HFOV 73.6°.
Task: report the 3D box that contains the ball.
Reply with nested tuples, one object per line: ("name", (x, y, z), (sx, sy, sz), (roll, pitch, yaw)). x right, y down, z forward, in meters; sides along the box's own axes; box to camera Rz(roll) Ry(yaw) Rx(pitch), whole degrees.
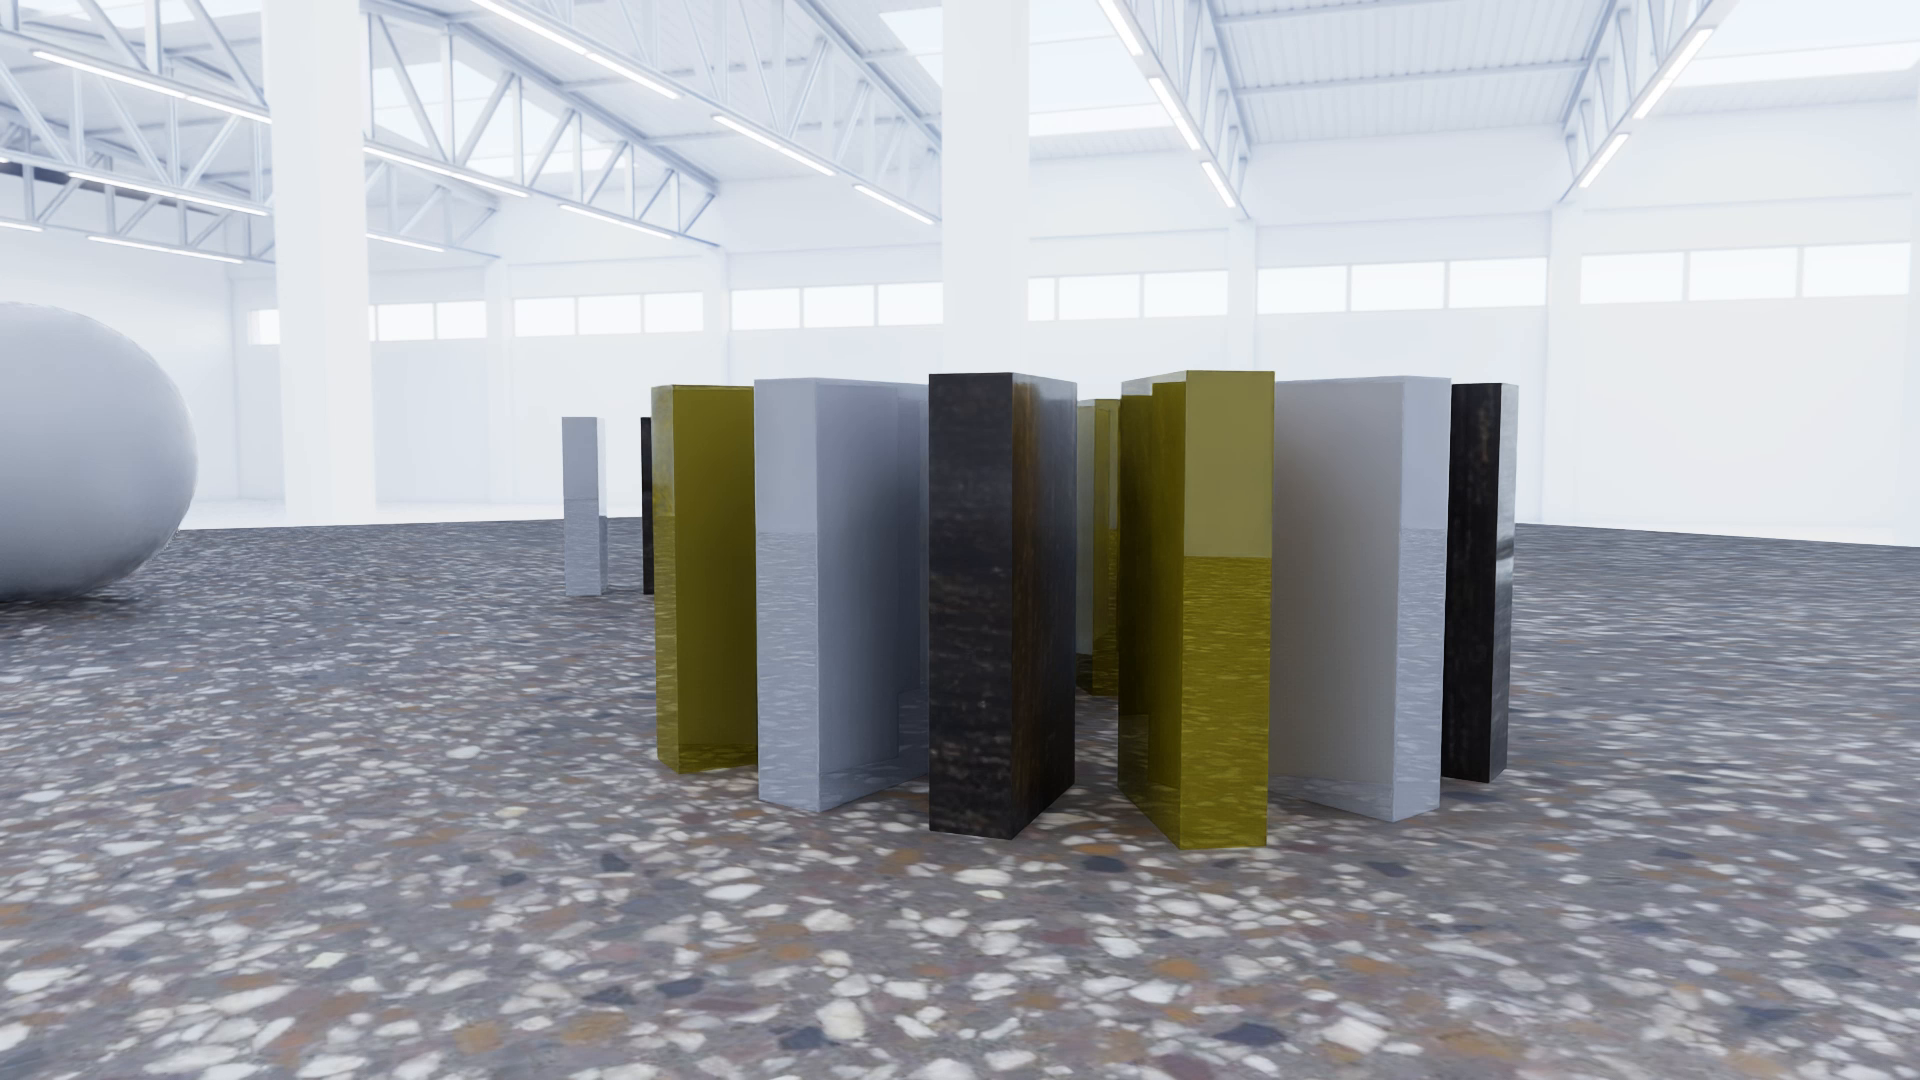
("ball", (-0.250, -0.023, 0.343), (0.080, 0.080, 0.080), (0, 4, 0))

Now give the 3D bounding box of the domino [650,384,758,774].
("domino", (-0.028, 0.005, 0.174), (0.025, 0.050, 0.010), (-2, 5, -30))

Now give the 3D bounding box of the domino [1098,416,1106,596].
("domino", (0.027, -0.009, 0.359), (0.025, 0.050, 0.009), (-1, 4, -11))

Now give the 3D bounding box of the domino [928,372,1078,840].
("domino", (0.006, 0.006, 0.149), (0.009, 0.050, 0.025), (2, 5, 21))

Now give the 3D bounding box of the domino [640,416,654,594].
("domino", (-0.087, -0.010, 0.374), (0.010, 0.050, 0.025), (-1, 4, -11))

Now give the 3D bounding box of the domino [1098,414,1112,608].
("domino", (0.027, -0.008, 0.338), (0.025, 0.050, 0.009), (1, 4, 10))

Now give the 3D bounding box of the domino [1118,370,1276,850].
("domino", (0.026, 0.007, 0.146), (0.009, 0.050, 0.025), (-1, 4, -8))

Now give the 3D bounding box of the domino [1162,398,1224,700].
("domino", (0.045, 0.001, 0.225), (0.010, 0.050, 0.025), (3, 5, 33))

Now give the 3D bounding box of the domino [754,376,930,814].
("domino", (-0.013, 0.006, 0.159), (0.010, 0.050, 0.025), (3, 5, 35))

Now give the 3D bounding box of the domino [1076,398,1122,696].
("domino", (0.025, 0.000, 0.228), (0.009, 0.050, 0.025), (-1, 4, -9))

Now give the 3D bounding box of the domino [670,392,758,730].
("domino", (-0.030, 0.003, 0.194), (0.025, 0.050, 0.009), (1, 4, 10))

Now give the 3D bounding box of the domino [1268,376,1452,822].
("domino", (0.045, 0.006, 0.155), (0.010, 0.050, 0.025), (-3, 5, -39))

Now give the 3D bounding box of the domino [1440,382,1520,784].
("domino", (0.059, 0.005, 0.170), (0.025, 0.050, 0.010), (3, 5, 35))

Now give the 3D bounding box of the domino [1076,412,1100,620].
("domino", (0.021, -0.006, 0.318), (0.025, 0.050, 0.010), (2, 5, 20))

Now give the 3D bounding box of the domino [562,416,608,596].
("domino", (-0.108, -0.010, 0.370), (0.009, 0.050, 0.025), (-1, 4, -10))
